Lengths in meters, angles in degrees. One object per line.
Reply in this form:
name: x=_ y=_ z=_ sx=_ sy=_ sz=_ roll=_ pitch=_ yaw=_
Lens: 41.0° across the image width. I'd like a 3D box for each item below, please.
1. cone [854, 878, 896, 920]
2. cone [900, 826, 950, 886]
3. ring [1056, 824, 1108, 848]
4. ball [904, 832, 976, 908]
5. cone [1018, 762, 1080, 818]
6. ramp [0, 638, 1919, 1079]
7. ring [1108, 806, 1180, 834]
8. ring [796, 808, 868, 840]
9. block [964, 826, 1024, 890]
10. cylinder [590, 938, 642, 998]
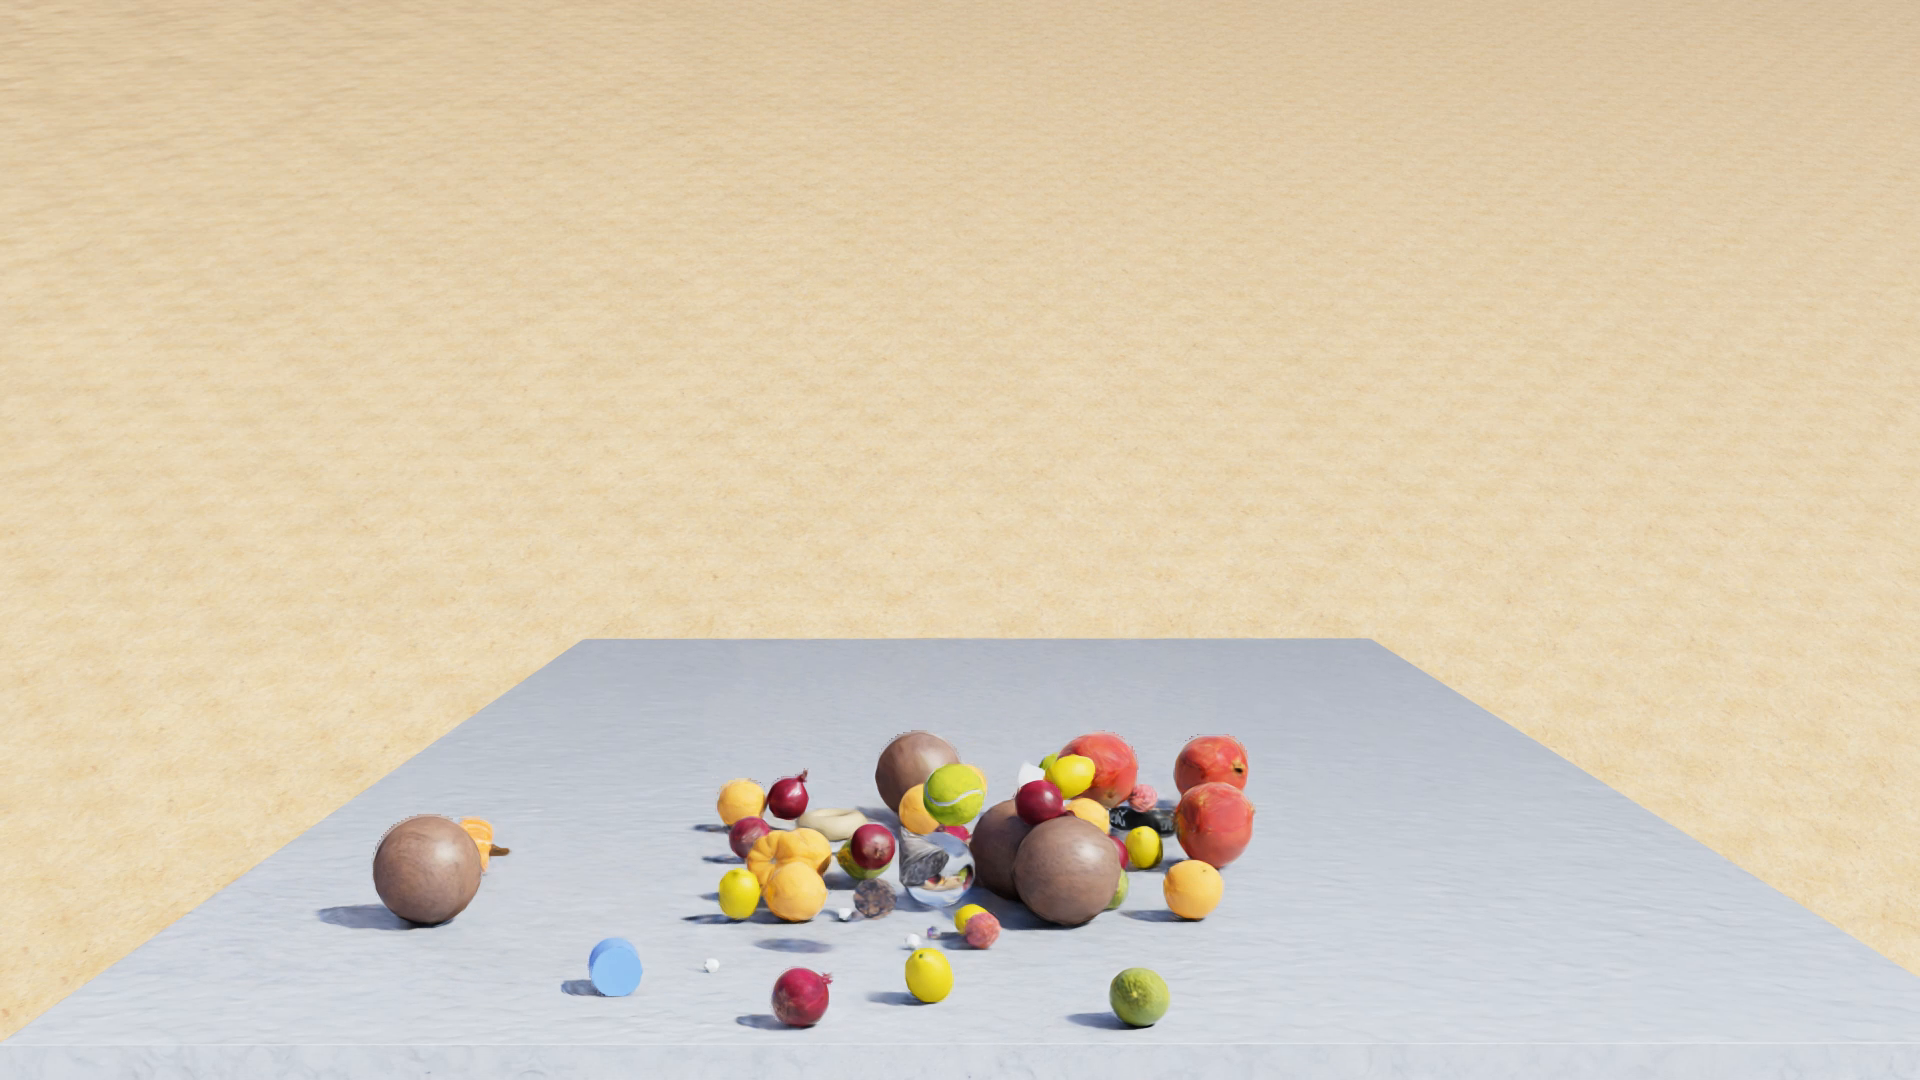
cone: x=-0.106 y=0.447 z=3.154 sx=0.052 sy=0.052 sz=0.052 roll=-3 pitch=-23 yaw=-8
cone: x=-0.058 y=0.369 z=3.094 sx=0.067 sy=0.067 sz=0.067 roll=-12 pitch=53 yaw=-30
ring: x=0.172 y=0.417 z=3.627 sx=0.076 sy=0.025 sz=0.076 roll=0 pitch=2 yaw=0
ball: x=-0.027 y=0.410 z=3.192 sx=0.094 sy=0.094 sz=0.094 roll=0 pitch=20 yaw=0
cone: x=0.140 y=0.369 z=3.817 sx=0.082 sy=0.082 sz=0.082 roll=-6 pitch=17 yaw=23
ramp: x=0.047 y=0.424 z=4.534 sx=2.000 sy=0.100 sz=4.000 roll=0 pitch=4 yaw=0
ring: x=0.264 y=0.403 z=3.693 sx=0.105 sy=0.035 sz=0.105 roll=6 pitch=-5 yaw=1
ring: x=-0.185 y=0.409 z=3.690 sx=0.104 sy=0.035 sz=0.104 roll=-1 pitch=4 yaw=0
block: x=0.036 y=0.410 z=3.310 sx=0.055 sy=0.055 sz=0.055 roll=-35 pitch=14 yaw=-22
cylinder: x=-0.369 y=0.457 z=2.752 sx=0.053 sy=0.053 sz=0.053 roll=-4 pitch=4 yaw=-11
